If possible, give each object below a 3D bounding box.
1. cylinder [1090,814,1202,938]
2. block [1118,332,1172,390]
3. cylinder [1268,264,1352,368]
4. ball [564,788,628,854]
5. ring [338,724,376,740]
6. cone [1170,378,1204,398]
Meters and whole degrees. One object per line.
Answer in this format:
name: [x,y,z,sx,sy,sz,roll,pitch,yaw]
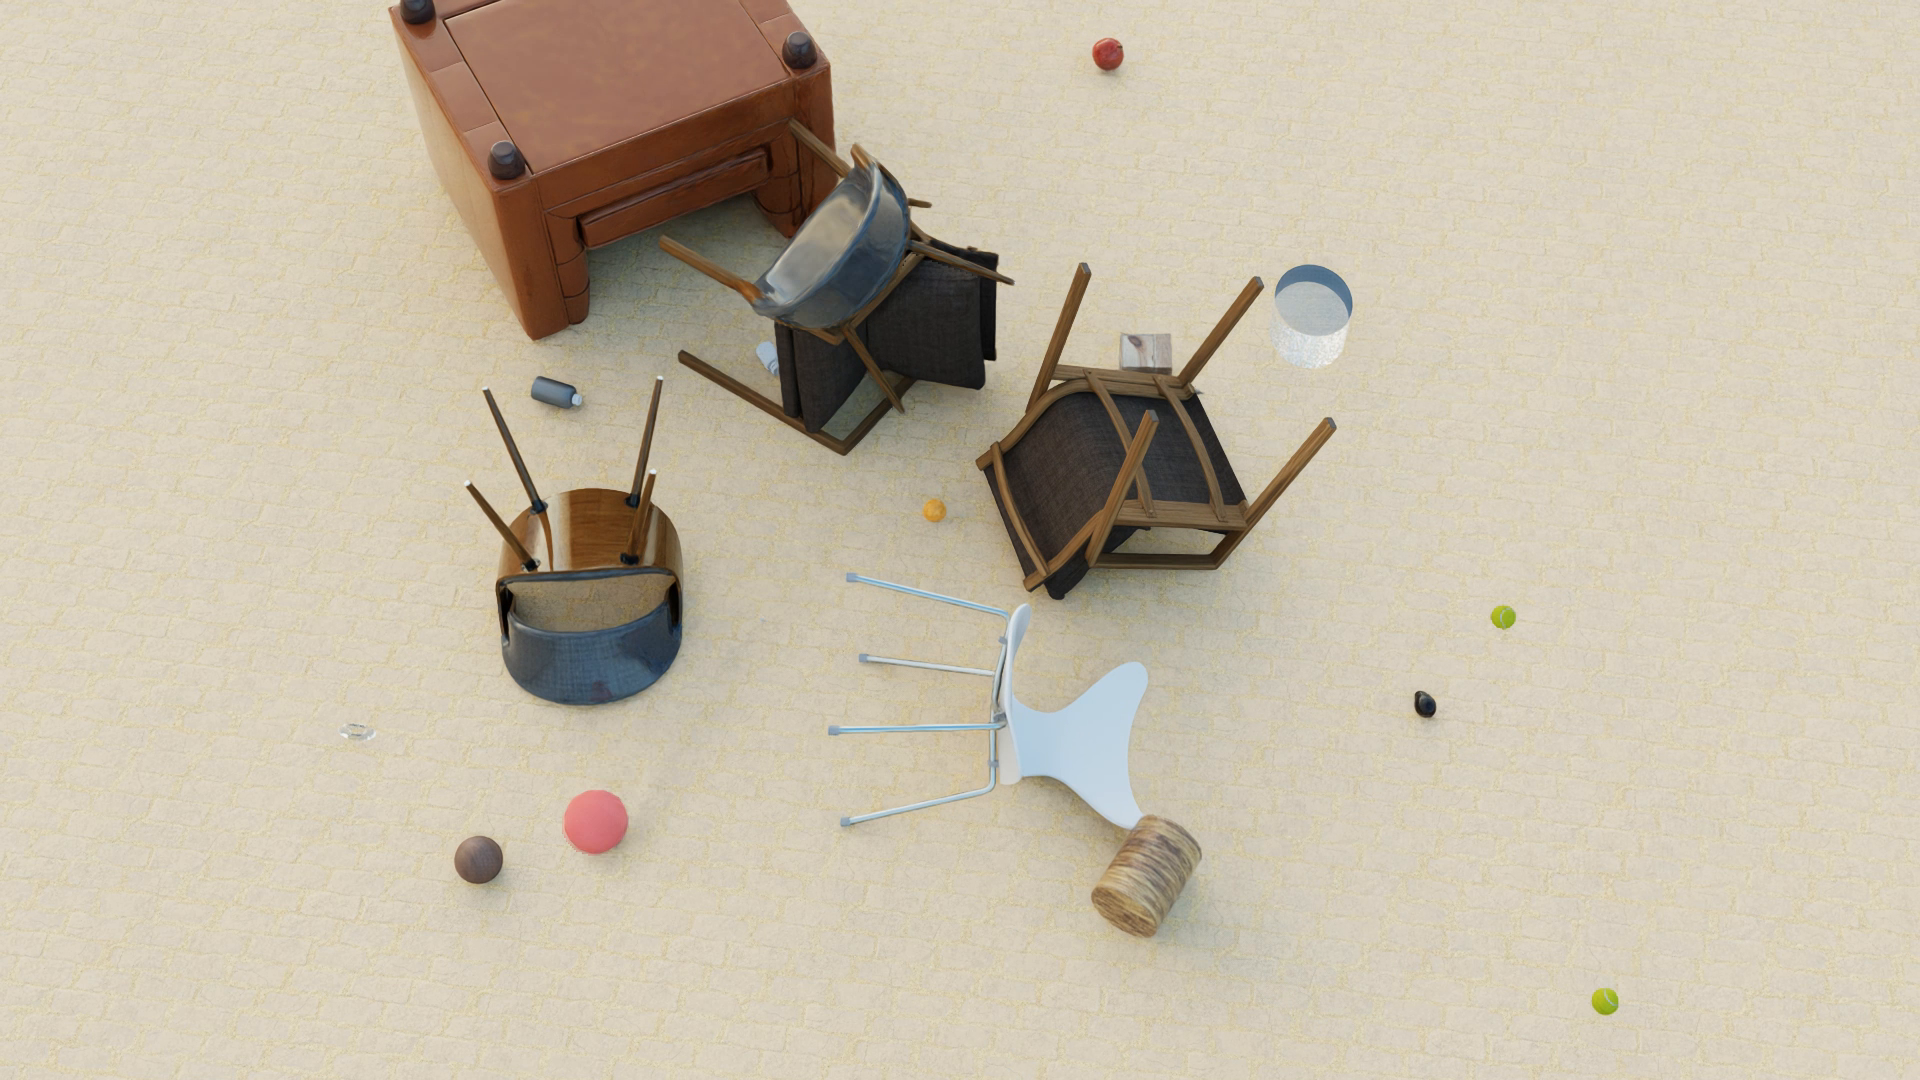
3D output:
cylinder: [0.496,0.893,5.841,0.197,0.224,0.249,31,61,10]
block: [0.579,-0.558,6.877,0.157,0.117,0.134,1,56,0]
cylinder: [1.108,-0.707,6.953,0.244,0.159,0.294,-1,56,0]
ball: [-0.986,0.762,5.959,0.173,0.173,0.173,0,56,0]
ring: [-1.698,0.541,6.195,0.111,0.027,0.049,7,55,4]
cone: [0.720,-0.466,6.865,0.103,0.085,0.061,10,97,-17]
